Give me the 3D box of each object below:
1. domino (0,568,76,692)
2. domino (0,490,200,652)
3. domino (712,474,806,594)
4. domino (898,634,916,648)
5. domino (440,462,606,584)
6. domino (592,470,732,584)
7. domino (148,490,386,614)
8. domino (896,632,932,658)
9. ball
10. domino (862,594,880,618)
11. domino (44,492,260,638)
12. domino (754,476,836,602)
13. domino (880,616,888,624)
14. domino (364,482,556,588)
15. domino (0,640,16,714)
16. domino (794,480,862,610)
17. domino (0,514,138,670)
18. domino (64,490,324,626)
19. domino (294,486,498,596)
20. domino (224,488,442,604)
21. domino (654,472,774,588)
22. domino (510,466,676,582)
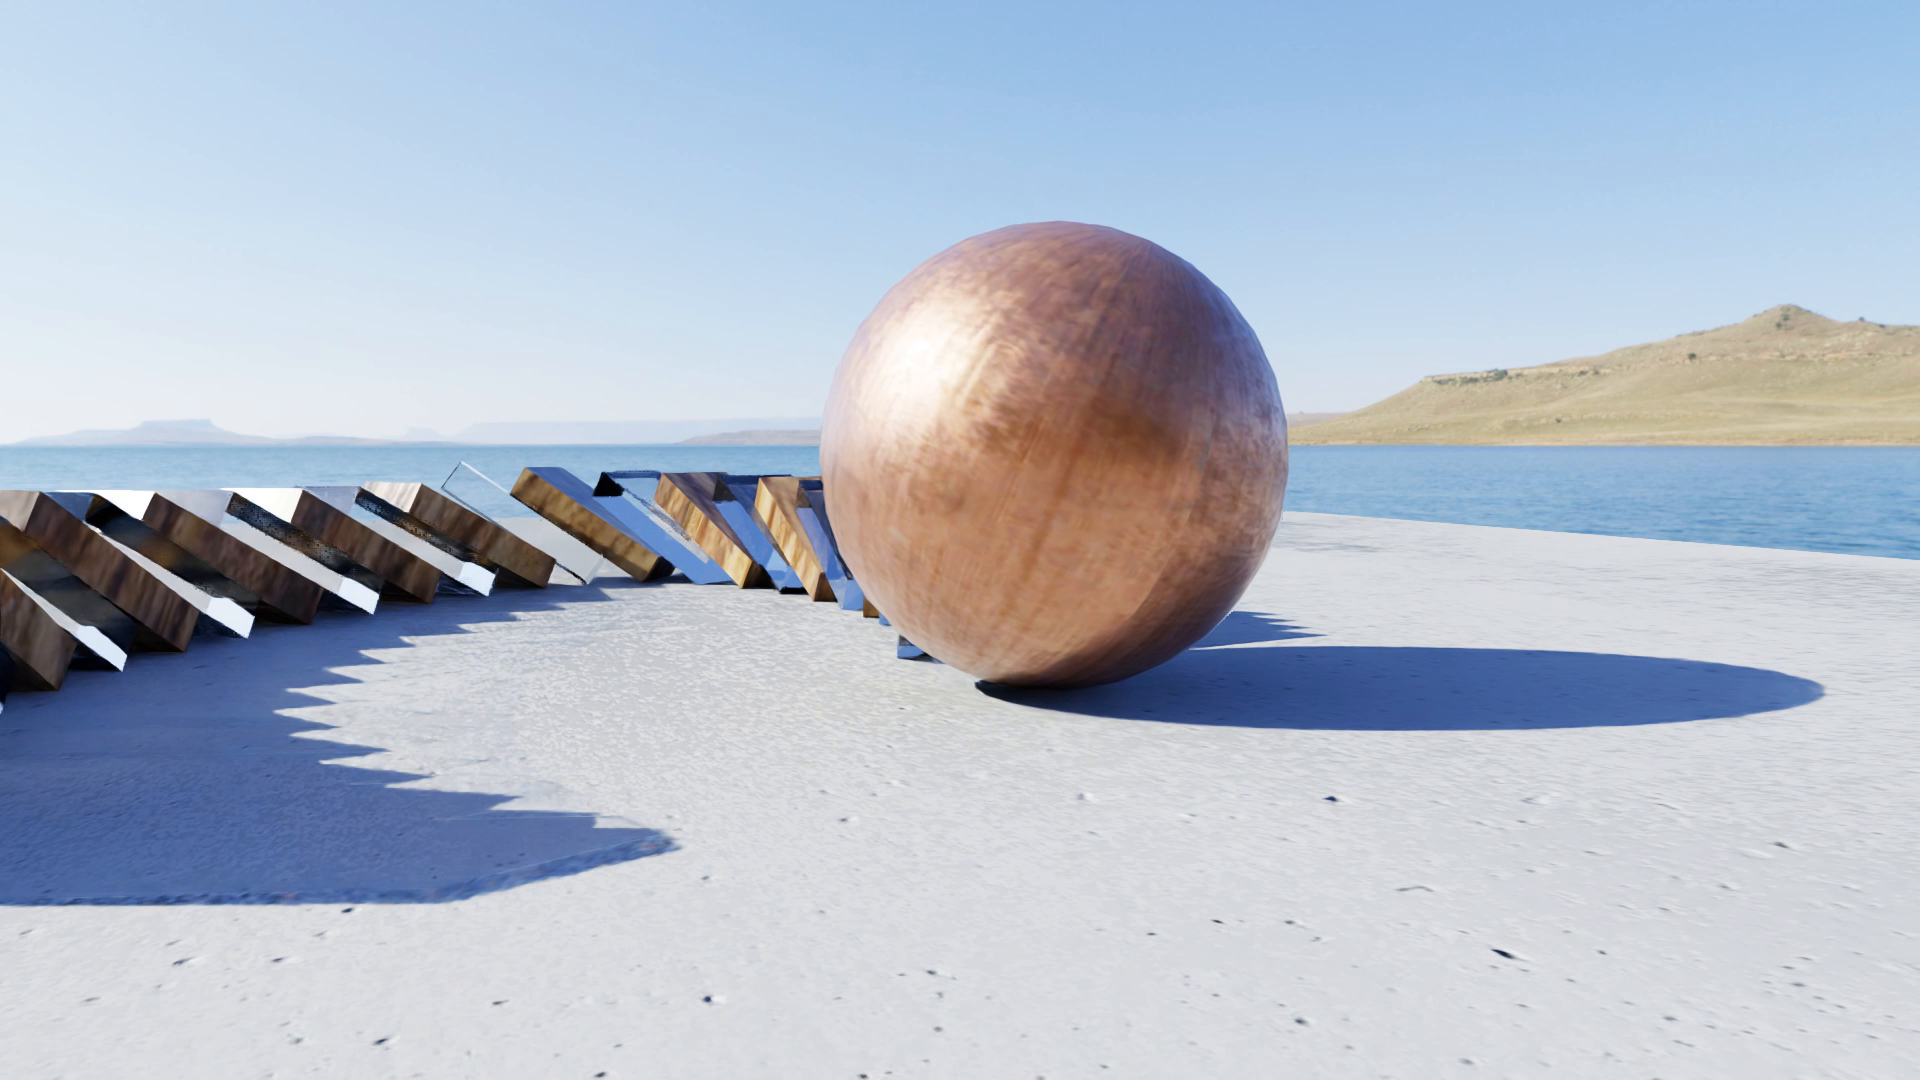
[{"bbox_3d":[-0.166,0.008,0.202,0.025,0.010,0.050,0,-34,-5],"label":"domino"},{"bbox_3d":[-0.171,0.007,0.242,0.025,0.010,0.050,0,-28,2],"label":"domino"},{"bbox_3d":[-0.052,-0.003,0.384,0.025,0.009,0.050,-3,35,-36],"label":"domino"},{"bbox_3d":[-0.001,-0.001,0.278,0.025,0.050,0.009,0,-33,-4],"label":"domino"},{"bbox_3d":[-0.133,-0.005,0.391,0.050,0.009,0.025,37,-8,-18],"label":"domino"},{"bbox_3d":[-0.090,-0.005,0.406,0.050,0.010,0.025,36,20,23],"label":"domino"},{"bbox_3d":[-0.165,0.004,0.305,0.025,0.009,0.050,1,-24,18],"label":"domino"},{"bbox_3d":[-0.001,0.000,0.266,0.025,0.050,0.010,0,-33,-4],"label":"domino"},{"bbox_3d":[0.016,-0.014,0.222,0.080,0.080,0.080,0,4,0],"label":"ball"},{"bbox_3d":[-0.013,-0.001,0.332,0.025,0.009,0.050,0,39,-6],"label":"domino"},{"bbox_3d":[-0.172,0.006,0.264,0.025,0.010,0.050,1,-26,9],"label":"domino"},{"bbox_3d":[-0.038,-0.001,0.368,0.025,0.009,0.050,-2,34,-30],"label":"domino"},{"bbox_3d":[-0.007,-0.003,0.315,0.025,0.050,0.010,0,-36,-4],"label":"domino"},{"bbox_3d":[-0.143,-0.001,0.365,0.025,0.009,0.050,3,-23,33],"label":"domino"},{"bbox_3d":[-0.159,0.008,0.182,0.025,0.009,0.050,-1,-39,-16],"label":"domino"},{"bbox_3d":[-0.026,0.000,0.350,0.025,0.009,0.050,-2,33,-23],"label":"domino"},{"bbox_3d":[-0.170,0.008,0.222,0.025,0.009,0.050,0,-30,0],"label":"domino"},{"bbox_3d":[-0.171,0.005,0.285,0.025,0.009,0.050,1,-25,18],"label":"domino"},{"bbox_3d":[-0.153,0.001,0.346,0.025,0.010,0.050,2,-23,27],"label":"domino"},{"bbox_3d":[-0.159,0.002,0.326,0.025,0.009,0.050,2,-23,20],"label":"domino"},{"bbox_3d":[-0.070,-0.004,0.397,0.025,0.010,0.050,-4,36,-48],"label":"domino"},{"bbox_3d":[-0.113,-0.005,0.404,0.050,0.009,0.025,33,7,4],"label":"domino"}]
